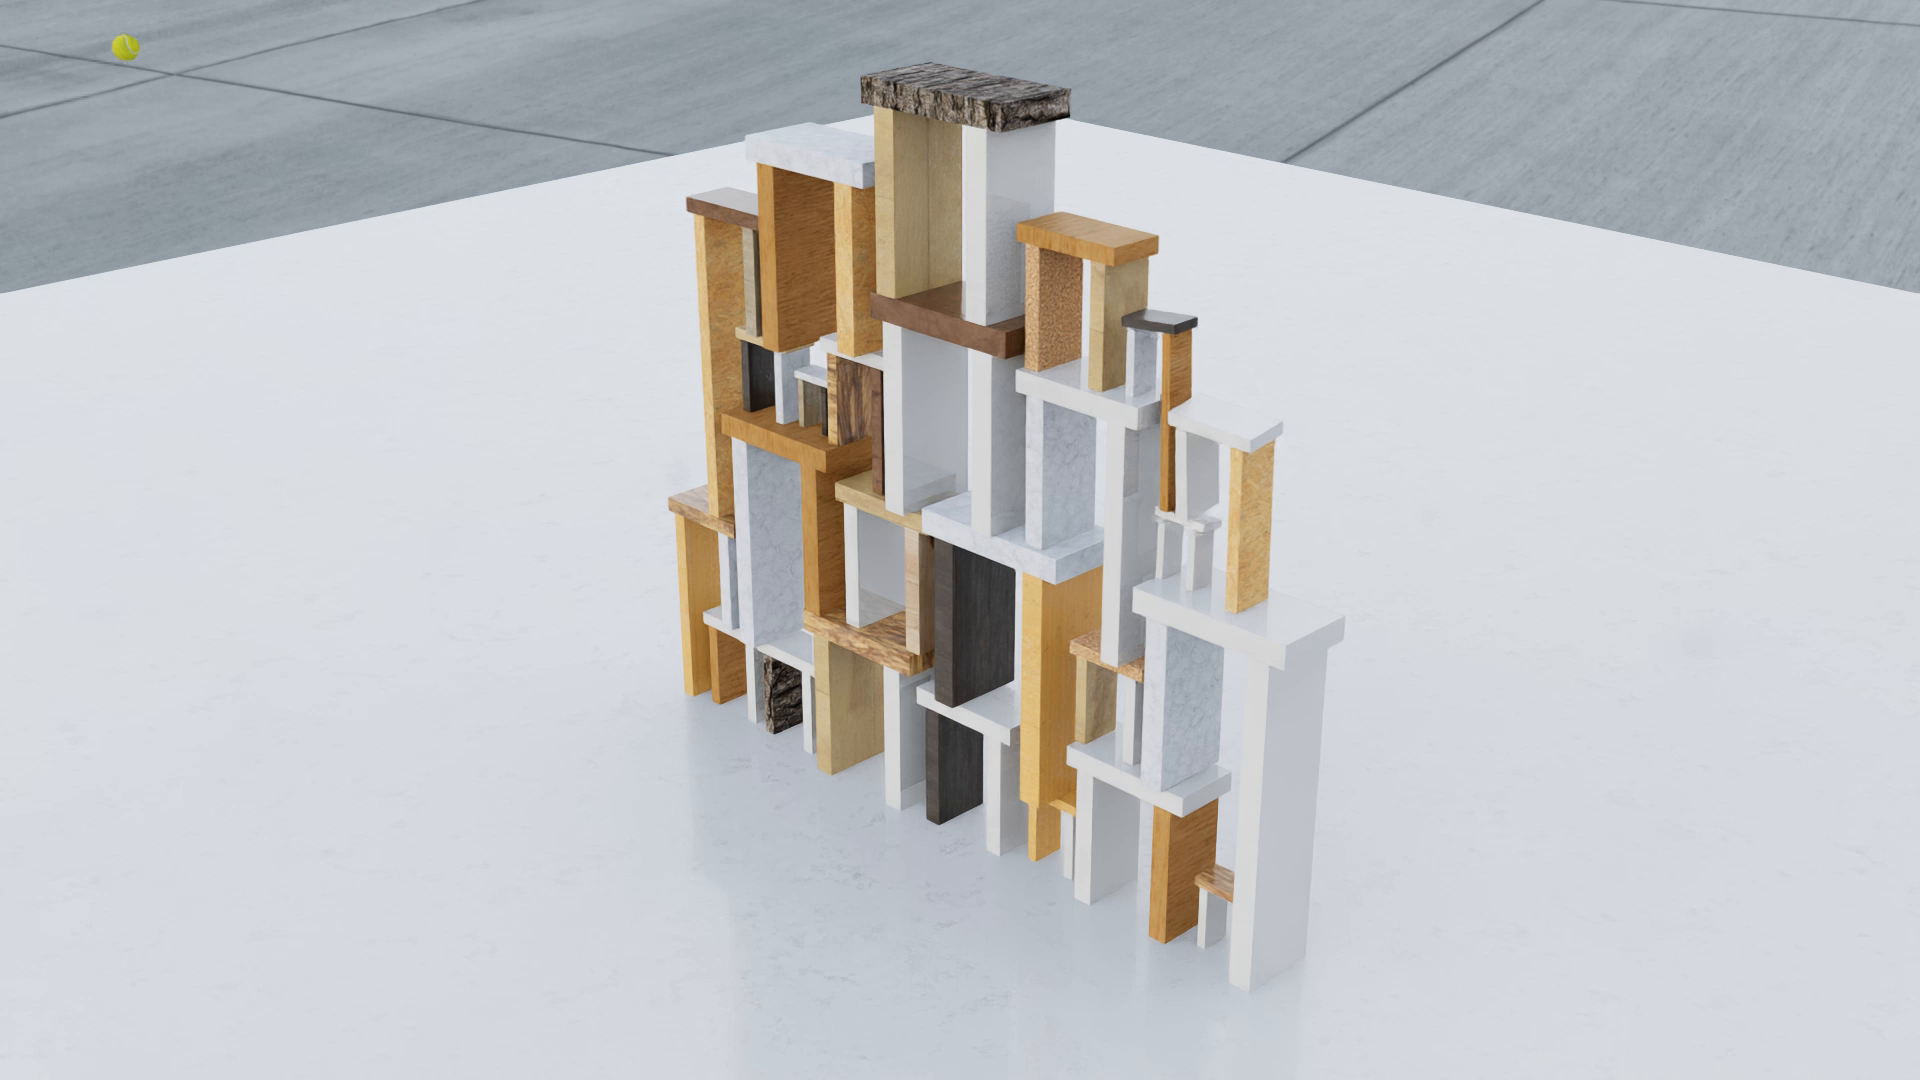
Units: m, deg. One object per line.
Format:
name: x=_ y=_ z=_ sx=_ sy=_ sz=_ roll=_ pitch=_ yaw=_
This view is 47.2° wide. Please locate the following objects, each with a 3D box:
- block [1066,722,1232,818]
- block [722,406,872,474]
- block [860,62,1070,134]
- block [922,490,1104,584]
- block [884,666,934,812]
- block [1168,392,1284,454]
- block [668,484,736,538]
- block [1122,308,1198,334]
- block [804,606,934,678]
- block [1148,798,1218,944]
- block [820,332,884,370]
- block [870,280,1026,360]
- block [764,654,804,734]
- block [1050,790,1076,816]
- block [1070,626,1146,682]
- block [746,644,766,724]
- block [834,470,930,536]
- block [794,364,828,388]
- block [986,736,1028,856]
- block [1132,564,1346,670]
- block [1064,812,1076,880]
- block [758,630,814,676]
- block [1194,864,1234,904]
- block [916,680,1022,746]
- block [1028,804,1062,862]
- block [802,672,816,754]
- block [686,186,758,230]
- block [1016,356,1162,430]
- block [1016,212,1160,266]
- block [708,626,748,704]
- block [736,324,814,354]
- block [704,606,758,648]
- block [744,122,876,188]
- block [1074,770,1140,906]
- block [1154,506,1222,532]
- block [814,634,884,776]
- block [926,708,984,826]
block: x=0.344 y=0.417 z=4.021 sx=0.276 sy=0.039 sz=0.138 roll=21 pitch=31 yaw=41
block: x=-0.321 y=-0.219 z=4.477 sx=0.321 sy=0.046 sz=0.161 roll=21 pitch=31 yaw=41
block: x=0.007 y=-0.783 z=3.879 sx=0.348 sy=0.049 sz=0.174 roll=21 pitch=31 yaw=40
block: x=0.111 y=-0.014 z=4.104 sx=0.173 sy=0.049 sz=0.346 roll=-21 pitch=31 yaw=-40
block: x=-0.081 y=0.378 z=4.467 sx=0.044 sy=0.314 sz=0.157 roll=21 pitch=31 yaw=41
block: x=0.440 y=-0.195 z=3.647 sx=0.173 sy=0.024 sz=0.086 roll=23 pitch=40 yaw=39
block: x=-0.518 y=-0.064 z=4.754 sx=0.222 sy=0.031 sz=0.111 roll=22 pitch=31 yaw=41
block: x=0.335 y=-0.367 z=3.693 sx=0.059 sy=0.017 sz=0.119 roll=-22 pitch=26 yaw=-38
block: x=-0.155 y=0.184 z=4.465 sx=0.314 sy=0.044 sz=0.157 roll=21 pitch=31 yaw=41
block: x=0.409 y=0.587 z=4.023 sx=0.039 sy=0.276 sz=0.138 roll=21 pitch=31 yaw=41
block: x=-0.172 y=-0.370 z=4.255 sx=0.190 sy=0.027 sz=0.095 roll=21 pitch=31 yaw=41
block: x=0.019 y=-0.412 z=4.023 sx=0.175 sy=0.049 sz=0.349 roll=-21 pitch=31 yaw=-40
block: x=-0.379 y=0.319 z=4.769 sx=0.027 sy=0.188 sz=0.094 roll=21 pitch=31 yaw=41
block: x=0.198 y=0.487 z=4.222 sx=0.071 sy=0.020 sz=0.142 roll=-21 pitch=31 yaw=-40
block: x=0.293 y=0.207 z=3.989 sx=0.174 sy=0.025 sz=0.087 roll=21 pitch=31 yaw=41
block: x=-0.422 y=0.299 z=4.817 sx=0.027 sy=0.187 sz=0.094 roll=21 pitch=31 yaw=41
block: x=-0.108 y=-0.079 z=4.311 sx=0.262 sy=0.037 sz=0.131 roll=21 pitch=31 yaw=41
block: x=-0.277 y=-0.327 z=4.392 sx=0.103 sy=0.015 sz=0.051 roll=21 pitch=31 yaw=40
block: x=0.110 y=0.480 z=4.304 sx=0.036 sy=0.254 sz=0.127 roll=21 pitch=31 yaw=41
block: x=0.474 y=0.126 z=3.756 sx=0.328 sy=0.047 sz=0.164 roll=21 pitch=31 yaw=41
block: x=0.232 y=0.575 z=4.223 sx=0.071 sy=0.142 sz=0.020 roll=-21 pitch=31 yaw=-41
block: x=-0.335 y=0.237 z=4.686 sx=0.094 sy=0.027 sz=0.188 roll=-21 pitch=31 yaw=-41
block: x=0.490 y=0.624 z=3.952 sx=0.123 sy=0.017 sz=0.062 roll=21 pitch=31 yaw=41
block: x=0.049 y=0.323 z=4.303 sx=0.254 sy=0.036 sz=0.127 roll=21 pitch=31 yaw=40
block: x=0.166 y=0.549 z=4.285 sx=0.020 sy=0.142 sz=0.071 roll=21 pitch=31 yaw=41
block: x=-0.291 y=0.353 z=4.687 sx=0.094 sy=0.188 sz=0.027 roll=-21 pitch=31 yaw=-41
block: x=-0.435 y=-0.665 z=4.410 sx=0.222 sy=0.031 sz=0.111 roll=21 pitch=31 yaw=40
block: x=0.250 y=-0.262 z=3.844 sx=0.143 sy=0.040 sz=0.285 roll=-21 pitch=31 yaw=-40
block: x=0.218 y=-0.518 z=3.774 sx=0.113 sy=0.032 sz=0.227 roll=-21 pitch=31 yaw=-40
block: x=-0.510 y=0.264 z=4.898 sx=0.027 sy=0.187 sz=0.094 roll=21 pitch=31 yaw=41
block: x=-0.375 y=-0.413 z=4.454 sx=0.154 sy=0.022 sz=0.077 roll=21 pitch=31 yaw=40
block: x=-0.466 y=0.183 z=4.816 sx=0.187 sy=0.027 sz=0.094 roll=21 pitch=31 yaw=41
block: x=-0.236 y=-0.730 z=4.164 sx=0.330 sy=0.047 sz=0.165 roll=21 pitch=31 yaw=40
block: x=0.279 y=0.536 z=4.143 sx=0.039 sy=0.276 sz=0.138 roll=21 pitch=31 yaw=41
block: x=0.393 y=-0.039 z=3.786 sx=0.104 sy=0.015 sz=0.052 roll=23 pitch=23 yaw=37
block: x=-0.229 y=0.320 z=4.603 sx=0.044 sy=0.314 sz=0.157 roll=21 pitch=31 yaw=41
block: x=-0.010 y=0.434 z=4.414 sx=0.036 sy=0.254 sz=0.127 roll=21 pitch=31 yaw=41
